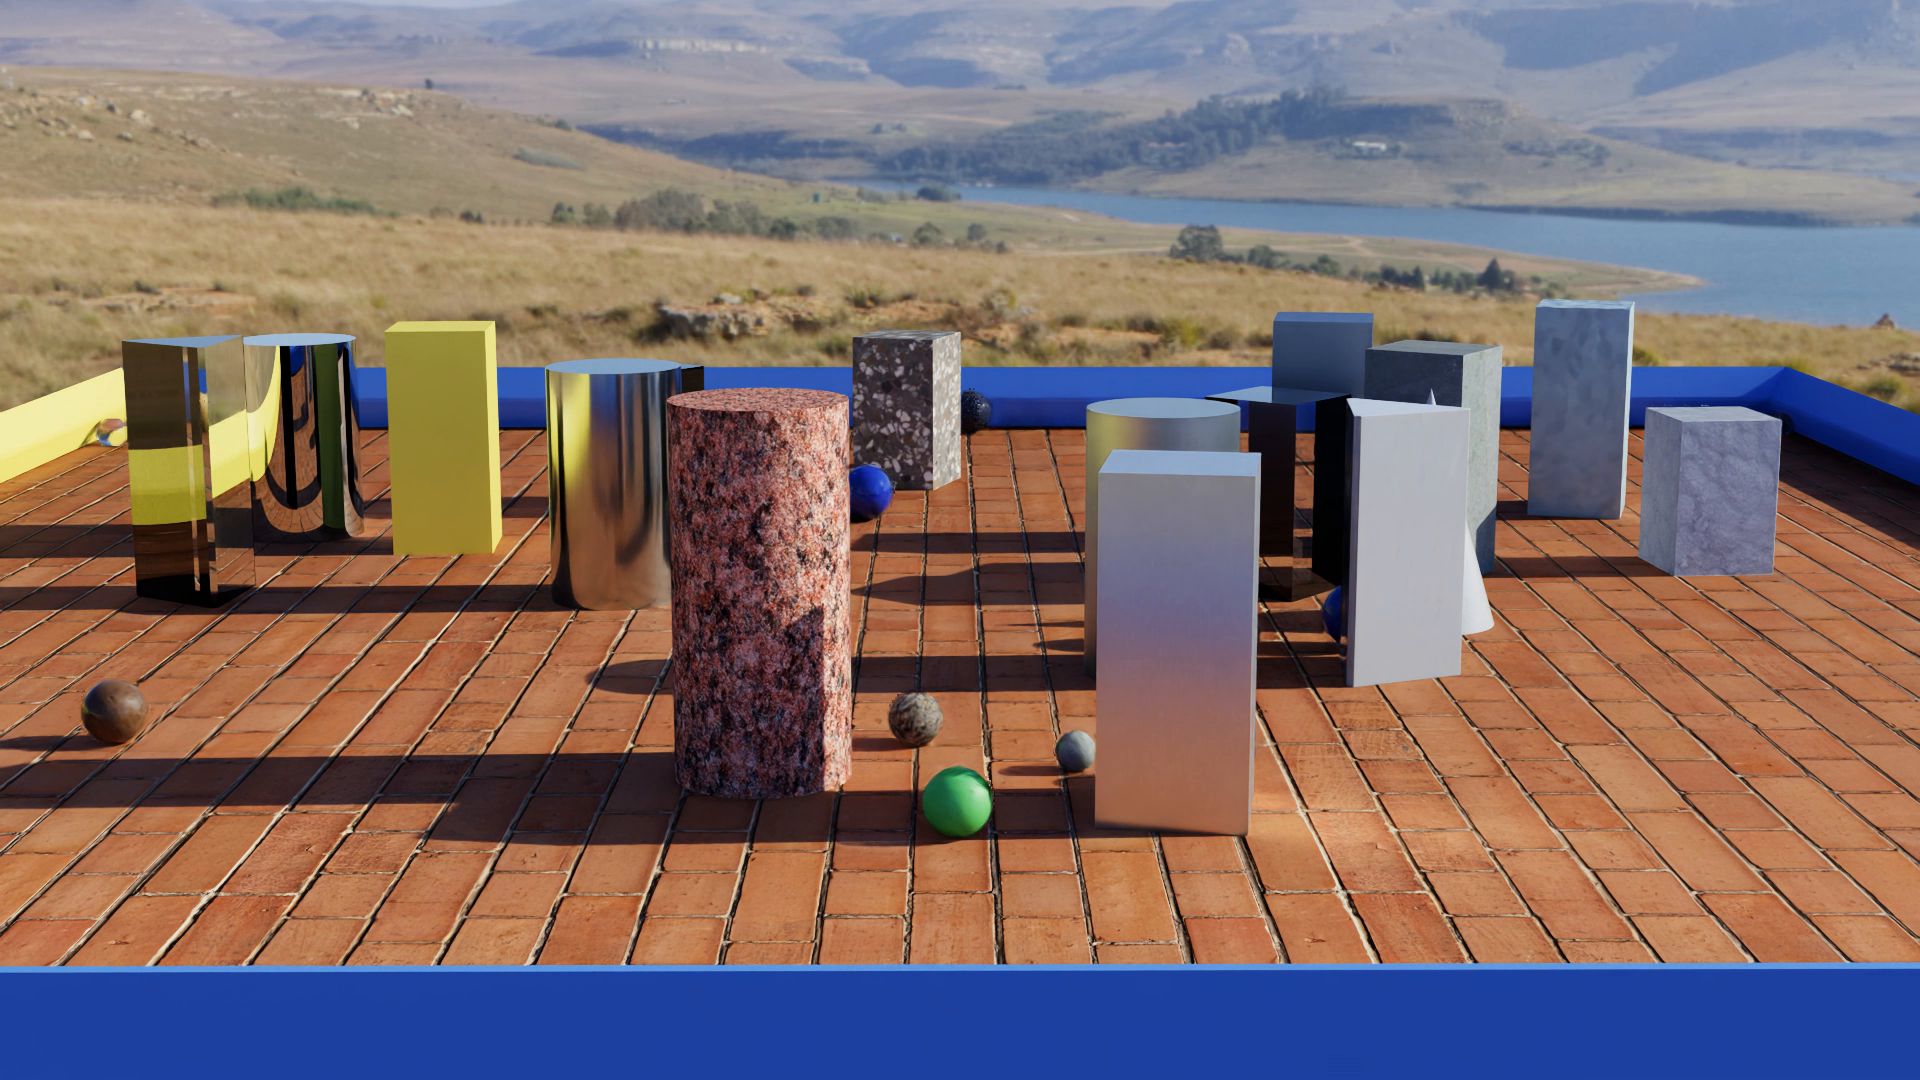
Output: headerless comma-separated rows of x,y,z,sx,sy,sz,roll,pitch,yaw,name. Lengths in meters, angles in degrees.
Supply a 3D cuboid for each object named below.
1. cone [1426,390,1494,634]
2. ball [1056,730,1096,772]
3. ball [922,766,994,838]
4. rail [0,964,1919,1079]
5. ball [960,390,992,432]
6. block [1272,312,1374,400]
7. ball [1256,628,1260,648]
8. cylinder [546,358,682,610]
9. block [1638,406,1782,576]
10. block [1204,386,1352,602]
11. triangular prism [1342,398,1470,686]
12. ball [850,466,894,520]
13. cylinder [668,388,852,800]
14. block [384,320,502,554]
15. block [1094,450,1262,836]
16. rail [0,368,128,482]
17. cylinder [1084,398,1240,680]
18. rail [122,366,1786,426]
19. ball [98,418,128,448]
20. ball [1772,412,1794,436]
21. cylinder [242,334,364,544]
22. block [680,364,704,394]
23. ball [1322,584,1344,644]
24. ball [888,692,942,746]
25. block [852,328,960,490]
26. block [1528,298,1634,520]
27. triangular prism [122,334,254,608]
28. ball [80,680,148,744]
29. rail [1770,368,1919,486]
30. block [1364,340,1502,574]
0.609,-0.045,3.344,0.182,0.307,0.182,0,11,0,cone
0.120,0.218,2.658,0.042,0.042,0.042,0,11,0,ball
-0.002,0.248,2.433,0.067,0.067,0.067,0,11,0,ball
0.010,0.344,1.777,3.334,0.118,0.045,0,11,0,rail
0.021,-0.253,5.066,0.083,0.083,0.083,0,11,0,ball
0.551,-0.169,3.909,0.146,0.342,0.146,2,11,9,block
0.342,0.118,3.160,0.056,0.056,0.056,0,11,0,ball
-0.468,-0.078,3.493,0.182,0.318,0.182,0,11,0,cylinder
1.085,-0.072,3.719,0.146,0.223,0.146,-1,11,-5,block
0.439,-0.067,3.562,0.146,0.270,0.146,8,13,38,block
0.501,-0.002,3.079,0.158,0.321,0.137,-5,12,-24,triangular prism
-0.150,-0.076,4.108,0.086,0.086,0.086,0,11,0,ball
-0.203,0.050,2.613,0.182,0.390,0.182,0,11,0,cylinder
-0.776,-0.156,3.867,0.146,0.333,0.146,-1,11,-4,block
0.212,0.096,2.487,0.146,0.346,0.146,2,11,8,block
-1.643,0.032,3.441,0.045,0.118,3.451,0,11,0,rail
0.241,0.001,3.067,0.182,0.320,0.182,0,11,0,cylinder
-0.010,-0.283,5.123,3.334,0.118,0.045,0,11,0,rail
-1.611,-0.205,4.878,0.056,0.056,0.056,0,11,0,ball
1.608,-0.228,5.027,0.046,0.046,0.046,0,11,0,ball
-1.021,-0.160,3.970,0.182,0.302,0.182,0,11,0,cylinder
-0.522,-0.169,4.216,0.146,0.231,0.146,8,13,35,block
0.496,0.094,3.211,0.084,0.084,0.084,0,11,0,ball
-0.048,0.192,2.758,0.058,0.058,0.058,0,11,0,ball
-0.091,-0.229,4.459,0.146,0.258,0.146,4,11,18,block
1.010,-0.215,4.173,0.146,0.337,0.146,3,11,17,block
-1.029,-0.100,3.515,0.158,0.352,0.137,7,13,33,triangular prism
-0.912,0.185,2.766,0.069,0.069,0.069,0,11,0,ball
1.643,0.029,3.459,0.045,0.118,3.451,0,11,0,rail
0.671,-0.113,3.659,0.146,0.325,0.146,7,13,32,block
